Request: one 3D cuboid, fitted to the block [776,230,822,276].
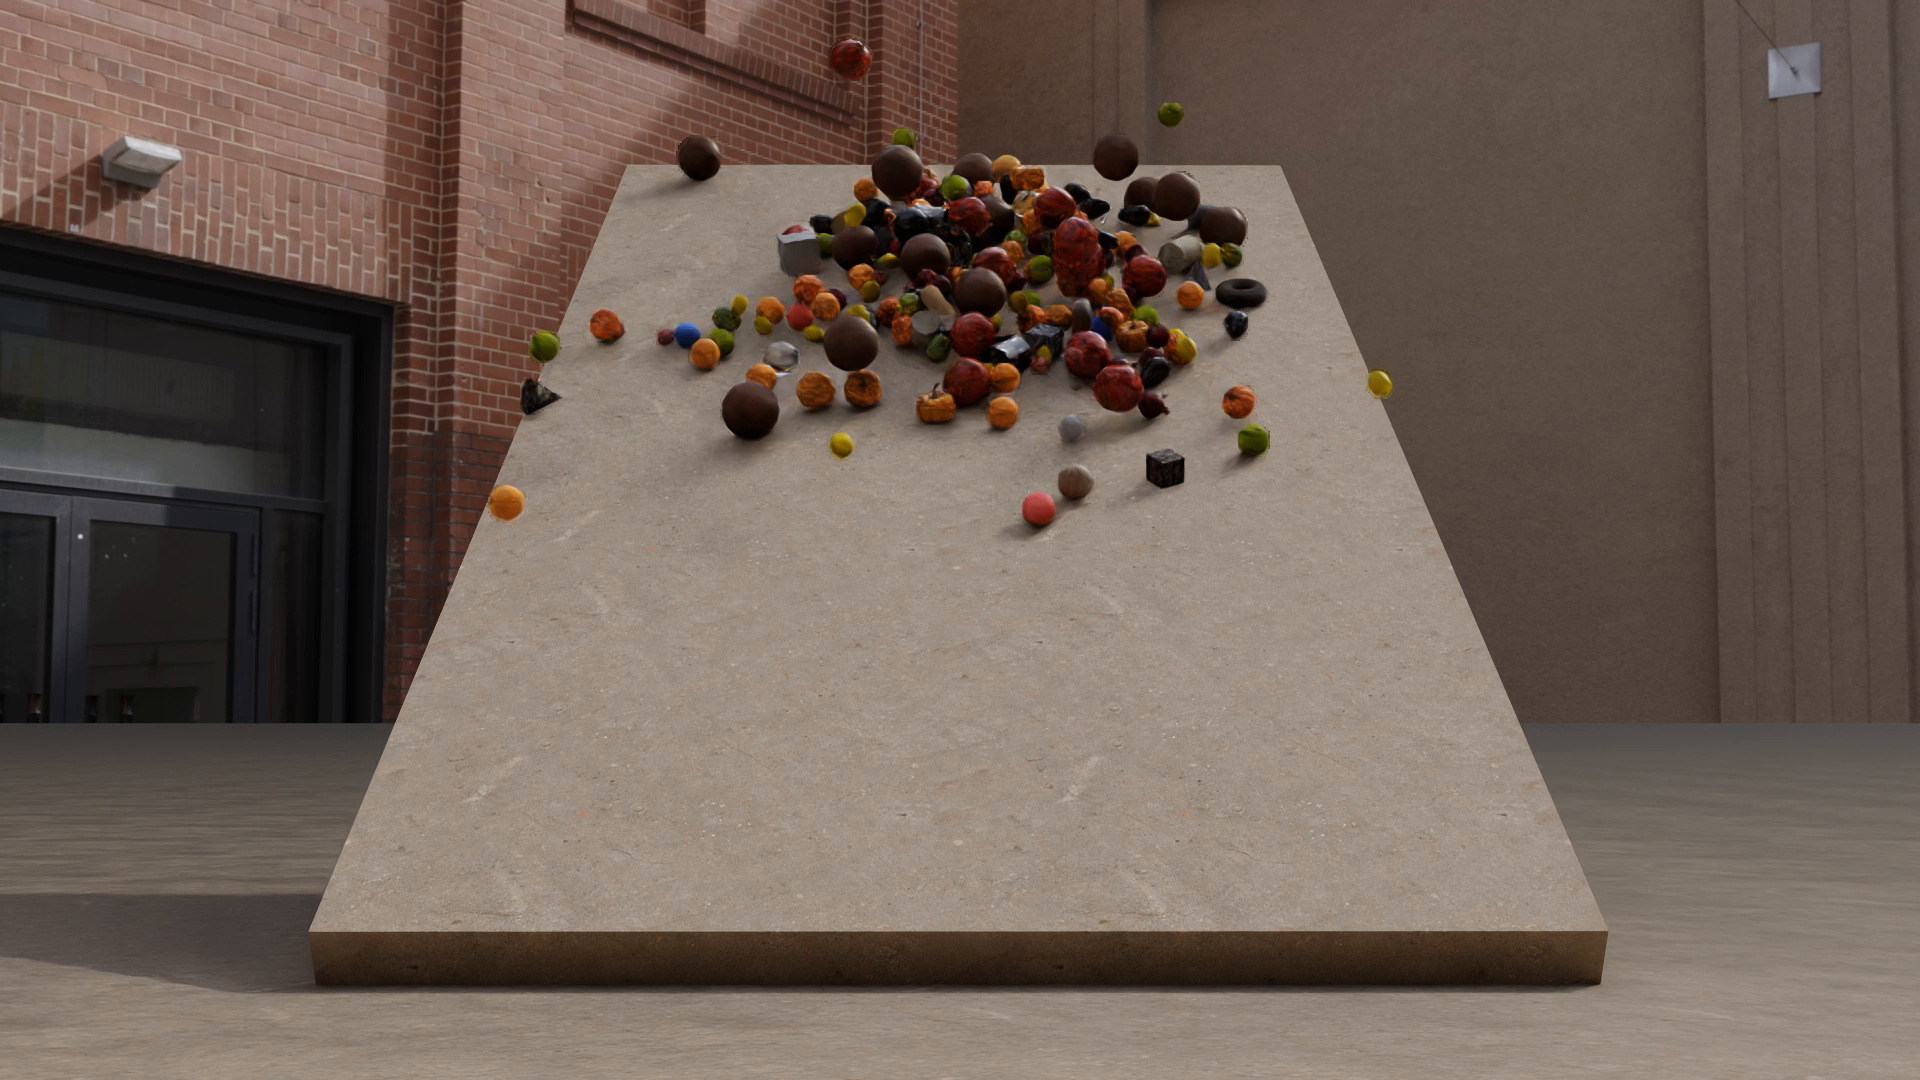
[{"bbox_3d":[-0.417,-0.745,6.125,0.090,0.090,0.090,-12,22,-14],"label":"block"}]

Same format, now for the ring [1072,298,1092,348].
[{"bbox_3d":[0.299,-0.525,5.771,0.046,0.137,0.137,-1,-4,2],"label":"ring"}]

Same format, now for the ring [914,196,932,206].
[{"bbox_3d":[-0.103,-0.936,6.693,0.026,0.079,0.079,-11,3,-36],"label":"ring"}]

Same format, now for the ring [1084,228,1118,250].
[{"bbox_3d":[0.373,-0.797,6.234,0.098,0.033,0.098,19,0,0],"label":"ring"}]

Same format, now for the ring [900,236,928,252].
[{"bbox_3d":[-0.113,-0.834,6.515,0.117,0.117,0.039,1,-48,-14],"label":"ring"}]

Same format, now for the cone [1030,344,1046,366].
[{"bbox_3d":[0.175,-0.448,5.756,0.051,0.051,0.051,2,-5,-27],"label":"cone"}]

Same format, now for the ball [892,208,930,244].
[{"bbox_3d":[-0.132,-0.849,6.364,0.099,0.099,0.099,0,-4,0],"label":"ball"}]

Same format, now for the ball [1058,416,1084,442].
[{"bbox_3d":[0.252,-0.251,5.309,0.059,0.059,0.059,0,-4,0],"label":"ball"}]

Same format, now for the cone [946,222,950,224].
[{"bbox_3d":[-0.044,-0.871,6.598,0.093,0.093,0.093,-3,-9,39],"label":"cone"}]

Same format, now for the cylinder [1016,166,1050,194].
[{"bbox_3d":[0.213,-1.033,6.853,0.076,0.076,0.076,-28,-12,-6],"label":"cylinder"}]

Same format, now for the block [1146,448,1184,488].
[{"bbox_3d":[0.445,-0.156,5.114,0.060,0.060,0.060,-15,30,-29],"label":"block"}]

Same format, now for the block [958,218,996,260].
[{"bbox_3d":[0.043,-0.826,6.464,0.080,0.080,0.080,18,31,32],"label":"block"}]

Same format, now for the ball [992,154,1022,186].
[{"bbox_3d":[0.133,-1.053,6.704,0.087,0.087,0.087,0,-4,0],"label":"ball"}]

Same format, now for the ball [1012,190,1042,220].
[{"bbox_3d":[0.187,-0.926,6.504,0.081,0.081,0.081,0,-4,0],"label":"ball"}]

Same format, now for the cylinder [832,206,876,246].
[{"bbox_3d":[-0.293,-0.868,6.509,0.093,0.093,0.093,-2,15,28],"label":"cylinder"}]

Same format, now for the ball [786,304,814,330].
[{"bbox_3d":[-0.403,-0.561,5.934,0.067,0.067,0.067,0,-4,0],"label":"ball"}]

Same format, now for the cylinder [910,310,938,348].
[{"bbox_3d":[-0.087,-0.516,5.760,0.069,0.069,0.069,0,-31,0],"label":"cylinder"}]

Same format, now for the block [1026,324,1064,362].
[{"bbox_3d":[0.207,-0.484,5.777,0.067,0.067,0.067,14,29,25],"label":"block"}]

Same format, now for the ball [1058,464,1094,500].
[{"bbox_3d":[0.246,-0.125,5.029,0.078,0.078,0.078,0,-4,0],"label":"ball"}]

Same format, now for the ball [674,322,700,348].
[{"bbox_3d":[-0.674,-0.508,5.828,0.062,0.062,0.062,0,-4,0],"label":"ball"}]

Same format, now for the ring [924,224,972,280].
[{"bbox_3d":[-0.032,-0.764,6.233,0.147,0.147,0.049,-3,0,32],"label":"ring"}]

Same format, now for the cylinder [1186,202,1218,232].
[{"bbox_3d":[0.684,-0.916,6.665,0.069,0.069,0.069,-19,0,-14],"label":"cylinder"}]

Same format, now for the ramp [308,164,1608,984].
[{"bbox_3d":[-0.010,-0.229,5.444,2.000,0.100,4.000,0,26,0],"label":"ramp"}]

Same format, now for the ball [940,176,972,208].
[{"bbox_3d":[-0.011,-0.982,6.635,0.090,0.090,0.090,0,-4,0],"label":"ball"}]

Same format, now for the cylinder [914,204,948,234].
[{"bbox_3d":[-0.084,-0.873,6.452,0.085,0.085,0.085,11,-3,8],"label":"cylinder"}]

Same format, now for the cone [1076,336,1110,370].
[{"bbox_3d":[0.325,-0.451,5.746,0.083,0.083,0.083,0,0,2],"label":"cone"}]

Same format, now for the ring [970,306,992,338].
[{"bbox_3d":[0.052,-0.545,5.887,0.026,0.078,0.078,-2,-2,-36],"label":"ring"}]

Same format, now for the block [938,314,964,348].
[{"bbox_3d":[-0.023,-0.513,5.799,0.057,0.057,0.057,-2,-41,-4],"label":"block"}]

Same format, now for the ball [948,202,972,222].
[{"bbox_3d":[0.001,-0.940,6.713,0.067,0.067,0.067,0,-4,0],"label":"ball"}]

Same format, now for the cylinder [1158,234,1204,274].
[{"bbox_3d":[0.594,-0.768,6.340,0.086,0.086,0.086,-4,19,42],"label":"cylinder"}]

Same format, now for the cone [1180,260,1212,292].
[{"bbox_3d":[0.626,-0.706,6.219,0.083,0.083,0.083,0,26,0],"label":"cone"}]

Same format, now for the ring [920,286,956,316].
[{"bbox_3d":[-0.045,-0.571,5.884,0.050,0.149,0.149,-34,-9,6],"label":"ring"}]

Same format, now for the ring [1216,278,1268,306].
[{"bbox_3d":[0.733,-0.645,6.137,0.135,0.045,0.135,-1,25,0],"label":"ring"}]

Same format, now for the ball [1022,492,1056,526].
[{"bbox_3d":[0.164,-0.065,4.914,0.070,0.070,0.070,0,-4,0],"label":"ball"}]

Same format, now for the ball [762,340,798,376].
[{"bbox_3d":[-0.430,-0.435,5.653,0.086,0.086,0.086,0,-4,0],"label":"ball"}]

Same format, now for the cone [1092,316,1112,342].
[{"bbox_3d":[0.325,-0.502,5.852,0.077,0.077,0.077,-41,8,-16],"label":"cone"}]

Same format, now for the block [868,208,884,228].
[{"bbox_3d":[-0.240,-0.904,6.651,0.052,0.052,0.052,0,29,0],"label":"block"}]

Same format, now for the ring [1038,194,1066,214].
[{"bbox_3d":[0.236,-0.939,6.589,0.124,0.041,0.124,-2,21,1],"label":"ring"}]
